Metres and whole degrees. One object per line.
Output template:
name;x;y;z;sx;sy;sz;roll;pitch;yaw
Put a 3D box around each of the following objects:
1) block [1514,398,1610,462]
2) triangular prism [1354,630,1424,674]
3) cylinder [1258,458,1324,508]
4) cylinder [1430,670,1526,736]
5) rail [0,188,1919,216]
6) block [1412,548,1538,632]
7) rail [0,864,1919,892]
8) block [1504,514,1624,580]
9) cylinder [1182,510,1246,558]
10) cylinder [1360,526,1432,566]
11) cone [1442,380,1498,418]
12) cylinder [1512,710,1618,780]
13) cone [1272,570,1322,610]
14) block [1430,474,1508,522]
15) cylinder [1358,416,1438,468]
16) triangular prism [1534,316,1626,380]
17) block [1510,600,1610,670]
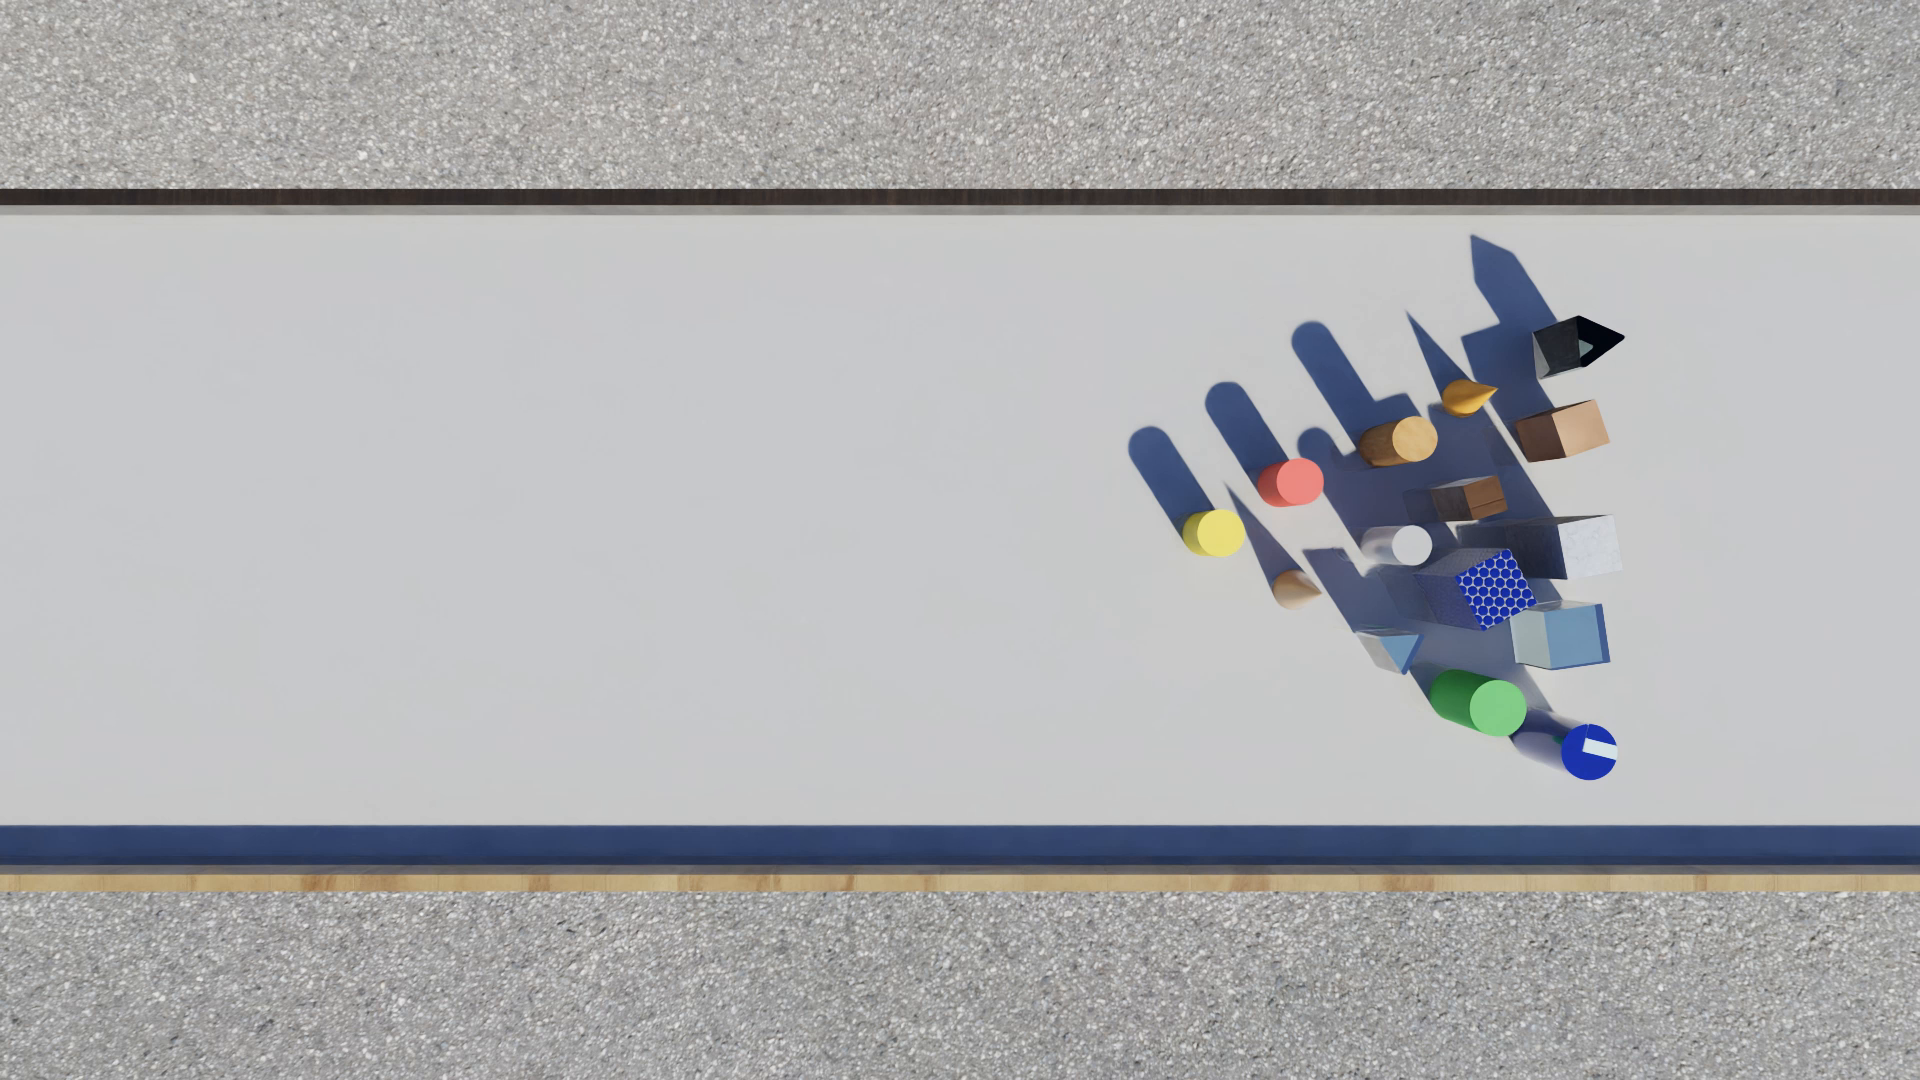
block;1.791;-0.322;4.917;0.134;0.320;0.134;-19;90;0
triangular prism;1.296;0.306;4.923;0.112;0.306;0.129;-34;90;0
cylinder;0.984;-0.169;4.922;0.137;0.308;0.137;0;90;0
cylinder;1.526;0.478;4.876;0.162;0.400;0.162;0;90;0
rail;-2.247;-1.025;5.002;12.000;0.150;0.050;0;90;0
block;1.509;0.140;4.860;0.173;0.433;0.173;-28;90;0
rail;-2.247;1.025;5.001;12.000;0.150;0.050;0;90;0
block;1.767;0.020;4.850;0.158;0.454;0.158;-11;90;0
cylinder;0.753;-0.020;4.916;0.138;0.321;0.138;0;90;0
cylinder;1.289;0.016;4.890;0.114;0.374;0.114;0;90;0
cone;1.545;-0.436;4.905;0.119;0.342;0.119;0;90;0
cylinder;1.780;0.600;4.870;0.160;0.413;0.160;0;90;0
cone;1.026;0.153;4.870;0.126;0.414;0.126;0;90;0
block;1.512;-0.121;4.911;0.105;0.331;0.105;-17;90;0
cylinder;1.292;-0.287;4.879;0.128;0.395;0.128;0;90;0
triangular prism;1.802;-0.589;4.894;0.150;0.365;0.130;-36;90;0
block;1.784;0.281;4.922;0.171;0.309;0.171;-8;90;0
